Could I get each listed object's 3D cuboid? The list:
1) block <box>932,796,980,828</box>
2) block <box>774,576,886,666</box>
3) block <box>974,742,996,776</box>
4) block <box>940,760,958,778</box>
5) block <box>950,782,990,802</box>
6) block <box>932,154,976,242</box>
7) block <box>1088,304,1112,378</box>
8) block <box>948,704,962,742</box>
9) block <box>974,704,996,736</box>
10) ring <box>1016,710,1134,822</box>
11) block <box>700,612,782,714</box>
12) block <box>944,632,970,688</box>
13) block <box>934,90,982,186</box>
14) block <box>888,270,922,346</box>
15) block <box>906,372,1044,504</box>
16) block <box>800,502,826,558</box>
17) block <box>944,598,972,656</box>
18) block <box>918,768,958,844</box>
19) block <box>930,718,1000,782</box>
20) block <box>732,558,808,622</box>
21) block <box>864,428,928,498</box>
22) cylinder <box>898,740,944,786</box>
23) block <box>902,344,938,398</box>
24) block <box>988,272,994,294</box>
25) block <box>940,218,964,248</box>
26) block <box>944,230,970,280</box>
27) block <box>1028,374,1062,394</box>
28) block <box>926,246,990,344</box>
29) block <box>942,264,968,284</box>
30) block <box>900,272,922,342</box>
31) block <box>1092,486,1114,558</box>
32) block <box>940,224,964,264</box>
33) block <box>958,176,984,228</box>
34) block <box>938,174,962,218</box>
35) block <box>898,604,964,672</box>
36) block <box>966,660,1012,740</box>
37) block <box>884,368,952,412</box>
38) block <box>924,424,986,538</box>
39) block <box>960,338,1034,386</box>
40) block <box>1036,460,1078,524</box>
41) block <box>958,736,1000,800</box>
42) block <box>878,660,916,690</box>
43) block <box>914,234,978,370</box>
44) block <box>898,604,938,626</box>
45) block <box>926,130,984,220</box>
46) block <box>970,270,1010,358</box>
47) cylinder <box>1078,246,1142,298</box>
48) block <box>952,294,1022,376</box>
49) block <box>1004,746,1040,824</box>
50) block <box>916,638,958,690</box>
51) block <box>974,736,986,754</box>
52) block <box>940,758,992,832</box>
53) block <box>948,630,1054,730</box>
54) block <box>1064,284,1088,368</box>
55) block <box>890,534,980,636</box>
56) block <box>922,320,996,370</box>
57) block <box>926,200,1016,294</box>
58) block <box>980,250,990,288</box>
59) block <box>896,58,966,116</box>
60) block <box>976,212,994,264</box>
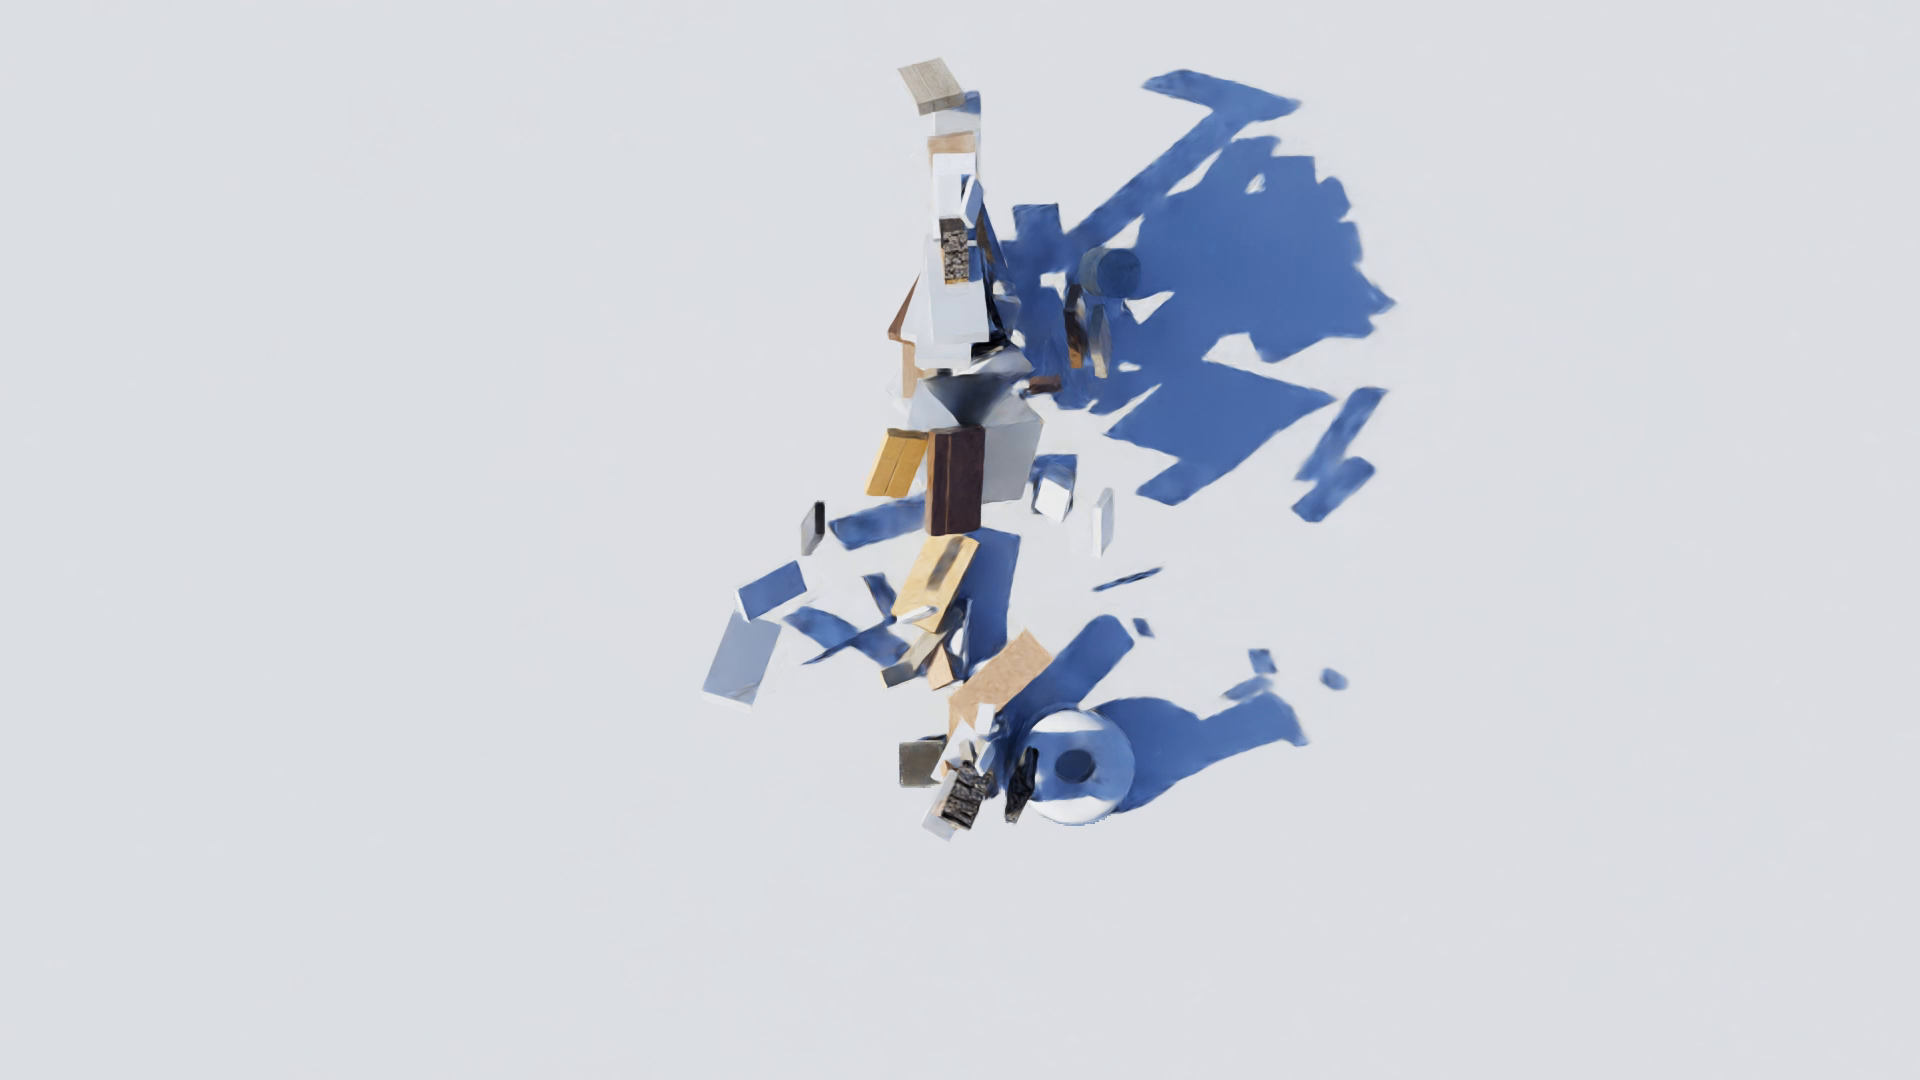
[{"bbox_3d":[-0.014,0.811,4.951,0.095,0.189,0.027,31,63,-5],"label":"block"},{"bbox_3d":[-0.434,0.269,5.476,0.332,0.047,0.166,-28,90,0],"label":"block"},{"bbox_3d":[0.073,0.632,4.765,0.013,0.093,0.046,1,129,30],"label":"block"},{"bbox_3d":[-0.012,0.749,5.210,0.101,0.202,0.029,37,90,-3],"label":"block"},{"bbox_3d":[0.029,0.757,4.966,0.095,0.189,0.027,31,73,-2],"label":"block"},{"bbox_3d":[-0.016,-0.998,4.805,0.124,0.035,0.248,0,90,3],"label":"block"},{"bbox_3d":[0.430,-0.607,5.047,0.033,0.235,0.117,6,67,14],"label":"block"},{"bbox_3d":[0.022,0.655,5.455,0.125,0.035,0.250,4,77,-1],"label":"block"},{"bbox_3d":[0.073,0.535,4.915,0.046,0.013,0.093,7,70,16],"label":"block"},{"bbox_3d":[0.378,0.742,5.403,0.392,0.131,0.392,0,104,-1],"label":"ring"},{"bbox_3d":[-0.694,0.387,5.248,0.166,0.047,0.332,17,49,0],"label":"block"},{"bbox_3d":[-0.019,0.394,5.448,0.092,0.026,0.184,-3,77,30],"label":"block"},{"bbox_3d":[-0.005,-1.104,5.089,0.139,0.039,0.584,-6,133,-5],"label":"block"},{"bbox_3d":[-0.106,-0.678,4.852,0.122,0.035,0.245,18,62,16],"label":"block"},{"bbox_3d":[0.032,-0.305,4.990,0.284,0.284,0.284,-8,130,-32],"label":"block"},{"bbox_3d":[-0.477,-0.033,5.337,0.031,0.220,0.110,4,69,-18],"label":"block"},{"bbox_3d":[-0.020,0.284,5.443,0.092,0.026,0.184,5,82,32],"label":"block"},{"bbox_3d":[-0.034,0.817,5.066,0.101,0.029,0.202,31,71,-5],"label":"block"},{"bbox_3d":[0.018,0.685,5.343,0.125,0.035,0.250,27,84,2],"label":"block"},{"bbox_3d":[-0.583,0.152,5.075,0.220,0.031,0.110,-28,114,-28],"label":"block"},{"bbox_3d":[-0.183,-0.219,4.731,0.122,0.245,0.035,4,48,-20],"label":"block"},{"bbox_3d":[-0.126,0.735,5.427,0.145,0.145,0.145,-3,90,-2],"label":"cylinder"},{"bbox_3d":[-0.125,-0.550,5.132,0.110,0.031,0.220,0,93,-7],"label":"block"},{"bbox_3d":[0.066,-0.705,5.076,0.064,0.018,0.262,7,128,6],"label":"block"},{"bbox_3d":[-0.025,-0.902,4.742,0.066,0.019,0.132,-6,62,2],"label":"block"},{"bbox_3d":[-0.010,-0.811,4.690,0.068,0.019,0.136,-2,86,3],"label":"block"},{"bbox_3d":[0.272,-0.497,5.269,0.099,0.199,0.028,-5,102,3],"label":"block"},{"bbox_3d":[-0.010,-0.703,4.724,0.156,0.044,0.312,-4,61,-3],"label":"block"},{"bbox_3d":[-0.017,-0.814,4.740,0.068,0.019,0.169,-6,64,3],"label":"block"},{"bbox_3d":[-0.082,-0.679,4.805,0.122,0.035,0.245,13,62,6],"label":"block"},{"bbox_3d":[0.432,-0.052,4.987,0.028,0.199,0.099,16,46,20],"label":"block"},{"bbox_3d":[-0.021,-0.861,4.741,0.068,0.019,0.136,-6,62,2],"label":"block"},{"bbox_3d":[0.034,-0.970,4.739,0.019,0.066,0.132,0,62,30],"label":"block"},{"bbox_3d":[-0.028,-0.991,4.756,0.066,0.019,0.132,-2,71,5],"label":"block"},{"bbox_3d":[-0.101,0.332,5.405,0.059,0.017,0.287,40,85,19],"label":"block"},{"bbox_3d":[0.077,0.533,5.422,0.125,0.035,0.250,-18,77,20],"label":"block"},{"bbox_3d":[-0.062,-0.544,5.185,0.168,0.048,0.337,44,87,-11],"label":"block"},{"bbox_3d":[-0.015,-0.169,4.695,0.156,0.044,0.312,-8,116,-24],"label":"block"},{"bbox_3d":[0.061,-0.481,5.120,0.324,0.143,0.041,-38,45,9],"label":"block"},{"bbox_3d":[0.304,-0.154,5.206,0.099,0.199,0.028,32,48,19],"label":"block"},{"bbox_3d":[0.058,0.715,5.177,0.038,0.268,0.134,-39,99,2],"label":"block"},{"bbox_3d":[-0.190,0.408,4.997,0.117,0.017,0.059,-18,85,-39],"label":"block"},{"bbox_3d":[-0.038,-0.694,4.768,0.156,0.044,0.449,3,61,1],"label":"block"},{"bbox_3d":[-0.129,0.231,5.069,0.117,0.058,0.017,-24,67,28],"label":"block"},{"bbox_3d":[-0.014,-1.074,4.932,0.139,0.039,0.277,-9,120,-2],"label":"block"},{"bbox_3d":[0.034,-0.699,4.966,0.143,0.041,0.286,-9,109,36],"label":"block"},{"bbox_3d":[0.478,-0.854,5.266,0.157,0.157,0.157,-4,103,-17],"label":"cylinder"},{"bbox_3d":[0.081,-0.622,5.086,0.143,0.041,0.286,5,125,-17],"label":"block"},{"bbox_3d":[0.189,0.757,5.083,0.038,0.268,0.134,12,56,-4],"label":"block"},{"bbox_3d":[-0.078,0.392,5.425,0.092,0.026,0.184,-29,69,28],"label":"block"},{"bbox_3d":[0.067,0.622,4.939,0.013,0.093,0.046,-38,69,-23],"label":"block"},{"bbox_3d":[0.019,0.748,4.836,0.095,0.027,0.189,27,64,-7],"label":"block"},{"bbox_3d":[0.131,0.452,5.323,0.344,0.038,0.134,-41,94,-4],"label":"block"},{"bbox_3d":[0.352,-0.646,4.987,0.033,0.235,0.117,5,52,15],"label":"block"},{"bbox_3d":[-0.079,0.128,5.426,0.166,0.047,0.332,23,80,17],"label":"block"},{"bbox_3d":[-0.009,-0.583,4.947,0.117,0.235,0.033,-28,91,-45],"label":"block"},{"bbox_3d":[0.035,-0.898,5.082,0.168,0.048,0.337,-20,113,6],"label":"block"},{"bbox_3d":[0.051,-0.805,4.953,0.064,0.018,0.129,5,119,28],"label":"block"},{"bbox_3d":[-0.088,-1.348,4.898,0.139,0.277,0.039,-16,129,-6],"label":"block"},{"bbox_3d":[0.019,-0.908,4.942,0.124,0.248,0.035,-15,58,4],"label":"block"}]
